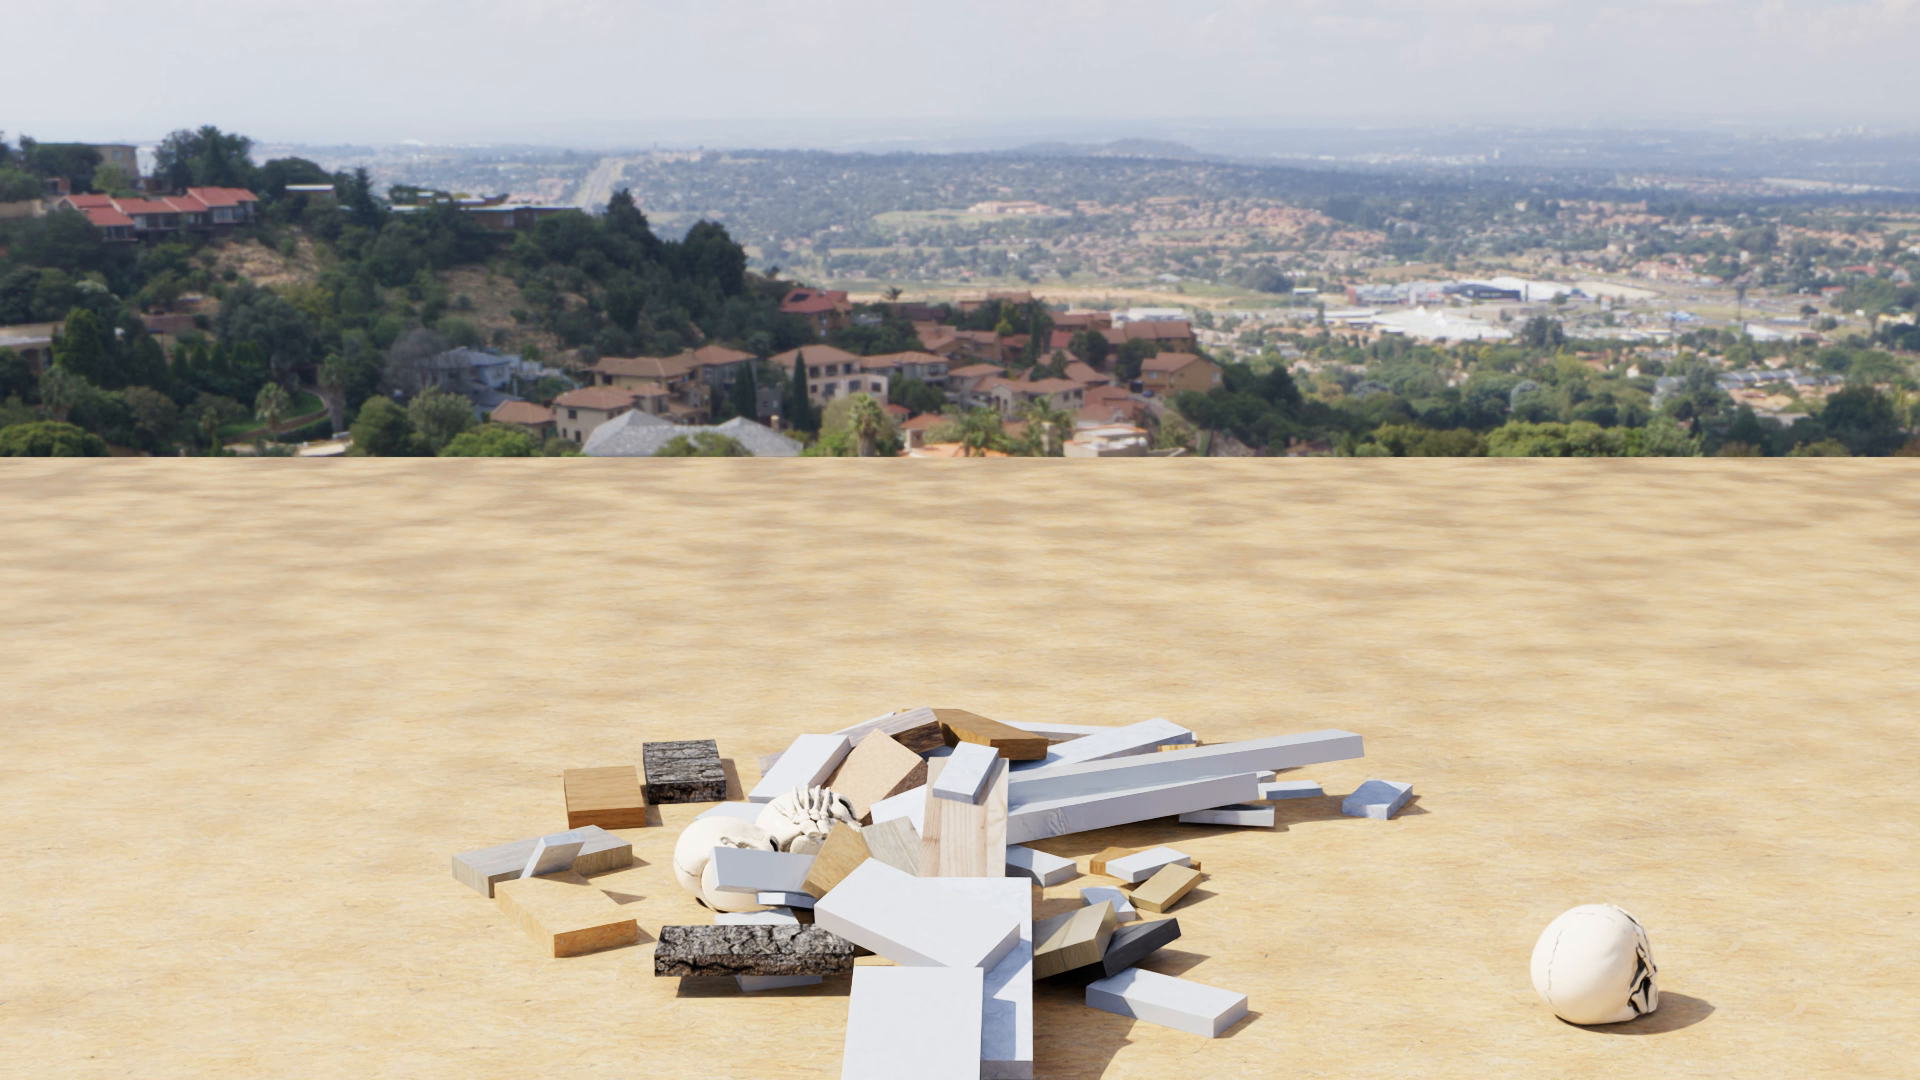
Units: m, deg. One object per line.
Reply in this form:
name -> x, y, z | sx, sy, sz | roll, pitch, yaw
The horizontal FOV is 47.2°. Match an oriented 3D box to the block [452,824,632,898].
block -> -0.716, 0.550, 3.777 | 0.273, 0.039, 0.136 | -8, 13, -38

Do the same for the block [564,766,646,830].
block -> -0.671, 0.484, 4.133 | 0.136, 0.039, 0.273 | -2, 11, -12

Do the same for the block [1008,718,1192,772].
block -> 0.258, 0.426, 4.360 | 0.416, 0.032, 0.113 | -12, 16, -28

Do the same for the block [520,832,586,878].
block -> -0.677, 0.532, 3.642 | 0.070, 0.139, 0.020 | -3, 53, -34

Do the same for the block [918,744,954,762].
block -> -0.090, 0.442, 4.232 | 0.174, 0.049, 0.347 | -3, 6, -6

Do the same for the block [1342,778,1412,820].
block -> 0.789, 0.488, 4.150 | 0.085, 0.024, 0.170 | 5, 12, 27

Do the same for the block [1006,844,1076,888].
block -> 0.108, 0.557, 3.783 | 0.170, 0.024, 0.085 | 10, 14, 42

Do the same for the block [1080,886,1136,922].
block -> 0.241, 0.595, 3.593 | 0.062, 0.017, 0.123 | -2, 11, -11

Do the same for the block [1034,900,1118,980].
block -> 0.165, 0.604, 3.321 | 0.121, 0.034, 0.241 | -19, 1, 10

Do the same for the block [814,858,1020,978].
block -> -0.060, 0.532, 3.049 | 0.258, 0.037, 0.129 | 19, 35, 30

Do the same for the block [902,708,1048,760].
block -> 0.026, 0.385, 4.370 | 0.145, 0.041, 0.291 | 3, 6, -38

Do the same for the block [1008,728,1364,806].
block -> 0.378, 0.421, 4.064 | 0.724, 0.041, 0.145 | -7, 1, -11

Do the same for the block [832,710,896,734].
block -> -0.228, 0.402, 4.395 | 0.208, 0.029, 0.104 | -20, 7, 11

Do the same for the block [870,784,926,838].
block -> -0.049, 0.510, 3.631 | 0.161, 0.046, 0.322 | -21, 25, 1

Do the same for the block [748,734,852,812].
block -> -0.295, 0.429, 4.070 | 0.104, 0.029, 0.208 | -1, 28, 29

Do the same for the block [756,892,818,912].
block -> -0.261, 0.580, 3.517 | 0.062, 0.017, 0.123 | -8, -18, 38

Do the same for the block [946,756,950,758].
block -> -0.030, 0.473, 3.833 | 0.161, 0.046, 0.322 | -17, 20, 8

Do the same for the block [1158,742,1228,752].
block -> 0.517, 0.418, 4.361 | 0.226, 0.032, 0.113 | 1, -7, -35

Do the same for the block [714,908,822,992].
block -> -0.297, 0.627, 3.378 | 0.121, 0.034, 0.241 | -3, 11, -16

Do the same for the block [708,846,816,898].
block -> -0.262, 0.543, 3.555 | 0.299, 0.020, 0.070 | 10, 49, -30

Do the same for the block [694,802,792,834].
block -> -0.388, 0.497, 3.931 | 0.165, 0.023, 0.082 | -3, 14, 39

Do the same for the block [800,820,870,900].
block -> -0.193, 0.531, 3.572 | 0.082, 0.023, 0.165 | 32, 32, -2

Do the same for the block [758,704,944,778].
block -> -0.210, 0.406, 4.225 | 0.347, 0.049, 0.174 | -17, 7, -5

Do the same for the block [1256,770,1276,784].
block -> 0.521, 0.468, 4.259 | 0.170, 0.024, 0.085 | -8, 13, -36

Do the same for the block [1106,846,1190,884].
block -> 0.318, 0.548, 3.713 | 0.133, 0.019, 0.067 | -8, 13, -38

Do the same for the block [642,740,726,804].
block -> -0.542, 0.452, 4.301 | 0.145, 0.041, 0.291 | -2, 11, -10

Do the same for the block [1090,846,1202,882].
block -> 0.317, 0.560, 3.763 | 0.170, 0.024, 0.085 | 6, 12, 28

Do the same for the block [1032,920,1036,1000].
block -> 0.037, 0.624, 3.058 | 0.129, 0.037, 0.258 | 1, 30, 3

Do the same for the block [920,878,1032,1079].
block -> 0.012, 0.600, 3.015 | 0.172, 0.049, 0.374 | 0, 30, 1

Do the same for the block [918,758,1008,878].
block -> 0.002, 0.529, 3.300 | 0.129, 0.037, 0.644 | 1, 30, 2

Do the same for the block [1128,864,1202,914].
block -> 0.339, 0.575, 3.634 | 0.062, 0.017, 0.123 | 11, 26, 37

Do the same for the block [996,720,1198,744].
block -> 0.210, 0.398, 4.562 | 0.560, 0.016, 0.056 | 3, 12, -1

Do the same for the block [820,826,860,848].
block -> -0.158, 0.531, 3.924 | 0.166, 0.024, 0.083 | -10, 15, -43

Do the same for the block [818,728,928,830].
block -> -0.153, 0.437, 3.959 | 0.161, 0.046, 0.322 | -44, 15, -9

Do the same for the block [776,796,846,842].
block -> -0.279, 0.503, 3.984 | 0.104, 0.029, 0.208 | -6, 6, -16

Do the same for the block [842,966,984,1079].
block -> -0.060, 0.674, 2.787 | 0.172, 0.049, 0.345 | 0, 29, 2

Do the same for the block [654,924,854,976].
block -> -0.303, 0.611, 3.277 | 0.291, 0.034, 0.121 | 0, 11, -2

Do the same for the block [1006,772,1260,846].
block -> 0.271, 0.480, 3.991 | 0.525, 0.049, 0.174 | -7, 1, -24

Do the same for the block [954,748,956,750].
block -> -0.015, 0.425, 4.502 | 0.072, 0.020, 0.143 | 1, 11, 3

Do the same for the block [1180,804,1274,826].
block -> 0.491, 0.503, 4.040 | 0.170, 0.024, 0.085 | 2, 2, 9

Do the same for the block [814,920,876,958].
block -> -0.177, 0.620, 3.453 | 0.070, 0.020, 0.139 | -4, 11, -20

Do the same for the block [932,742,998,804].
block -> 0.010, 0.372, 3.518 | 0.067, 0.019, 0.133 | 9, 31, 17

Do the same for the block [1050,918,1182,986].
block -> 0.234, 0.621, 3.322 | 0.104, 0.030, 0.209 | -18, -3, 38

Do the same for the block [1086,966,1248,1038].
block -> 0.298, 0.666, 3.179 | 0.209, 0.030, 0.104 | 7, 13, 34

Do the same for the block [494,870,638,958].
block -> -0.635, 0.597, 3.527 | 0.136, 0.039, 0.273 | -6, 12, -30

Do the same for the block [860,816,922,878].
block -> -0.065, 0.539, 3.391 | 0.082, 0.023, 0.386 | -13, 26, -13

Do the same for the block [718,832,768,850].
block -> -0.389, 0.524, 3.957 | 0.083, 0.024, 0.167 | 0, 11, -2

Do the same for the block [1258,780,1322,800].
block -> 0.632, 0.480, 4.220 | 0.113, 0.016, 0.056 | -2, 11, -13
